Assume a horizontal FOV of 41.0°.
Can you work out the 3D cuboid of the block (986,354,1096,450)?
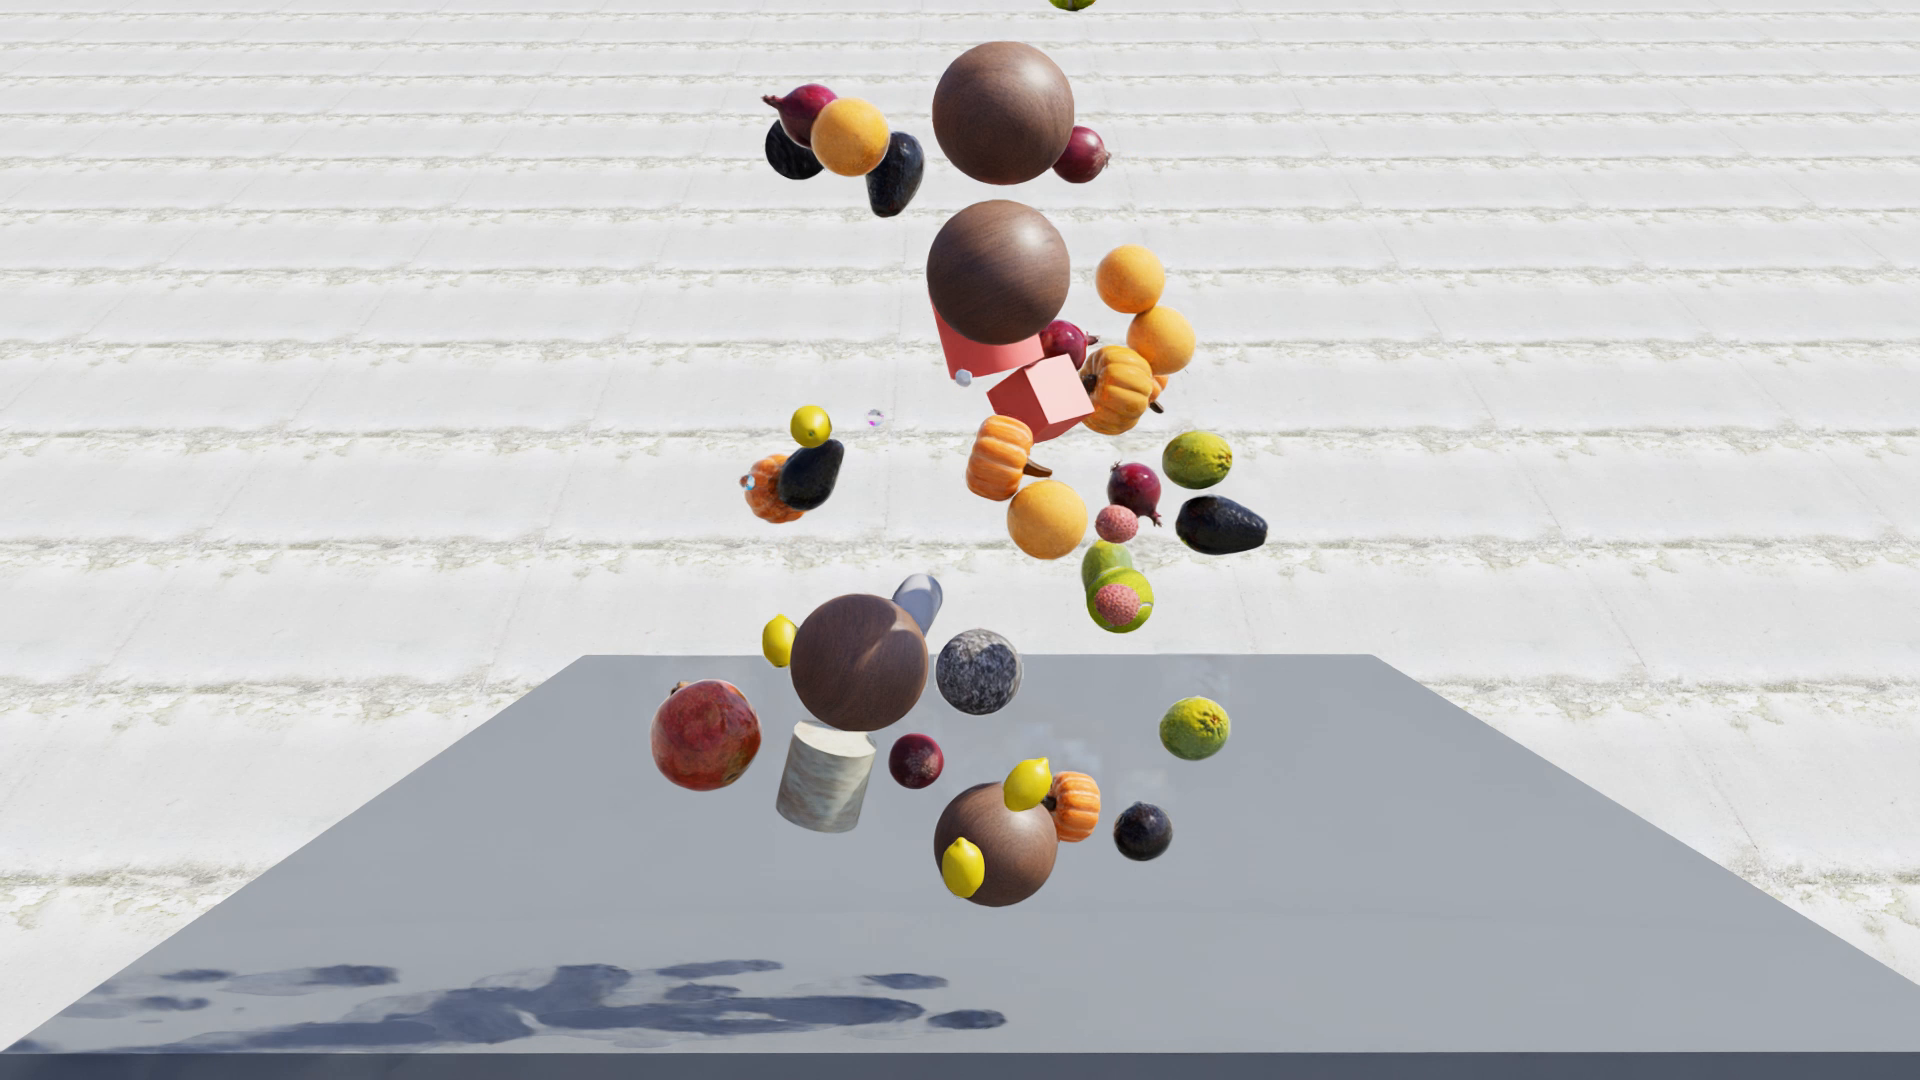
[{"bbox_3d":[0.078,-0.133,2.481,0.062,0.062,0.062,-18,-11,-41],"label":"block"}]

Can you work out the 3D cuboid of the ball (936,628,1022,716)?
[{"bbox_3d":[0.019,0.134,2.620,0.088,0.088,0.088,0,21,0],"label":"ball"}]

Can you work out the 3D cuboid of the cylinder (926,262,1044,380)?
[{"bbox_3d":[0.024,-0.210,2.456,0.093,0.093,0.093,-14,10,2],"label":"cylinder"}]

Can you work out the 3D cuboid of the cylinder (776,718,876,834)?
[{"bbox_3d":[-0.137,0.240,2.622,0.086,0.086,0.086,13,18,-4],"label":"cylinder"}]

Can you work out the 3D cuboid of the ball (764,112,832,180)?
[{"bbox_3d":[-0.164,-0.400,2.611,0.068,0.068,0.068,0,21,0],"label":"ball"}]

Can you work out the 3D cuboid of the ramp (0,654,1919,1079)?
[{"bbox_3d":[0.049,0.447,4.532,2.000,0.100,4.000,0,3,0],"label":"ramp"}]

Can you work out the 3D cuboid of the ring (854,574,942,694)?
[{"bbox_3d":[-0.067,0.102,2.777,0.049,0.146,0.146,31,23,-3],"label":"ring"}]
